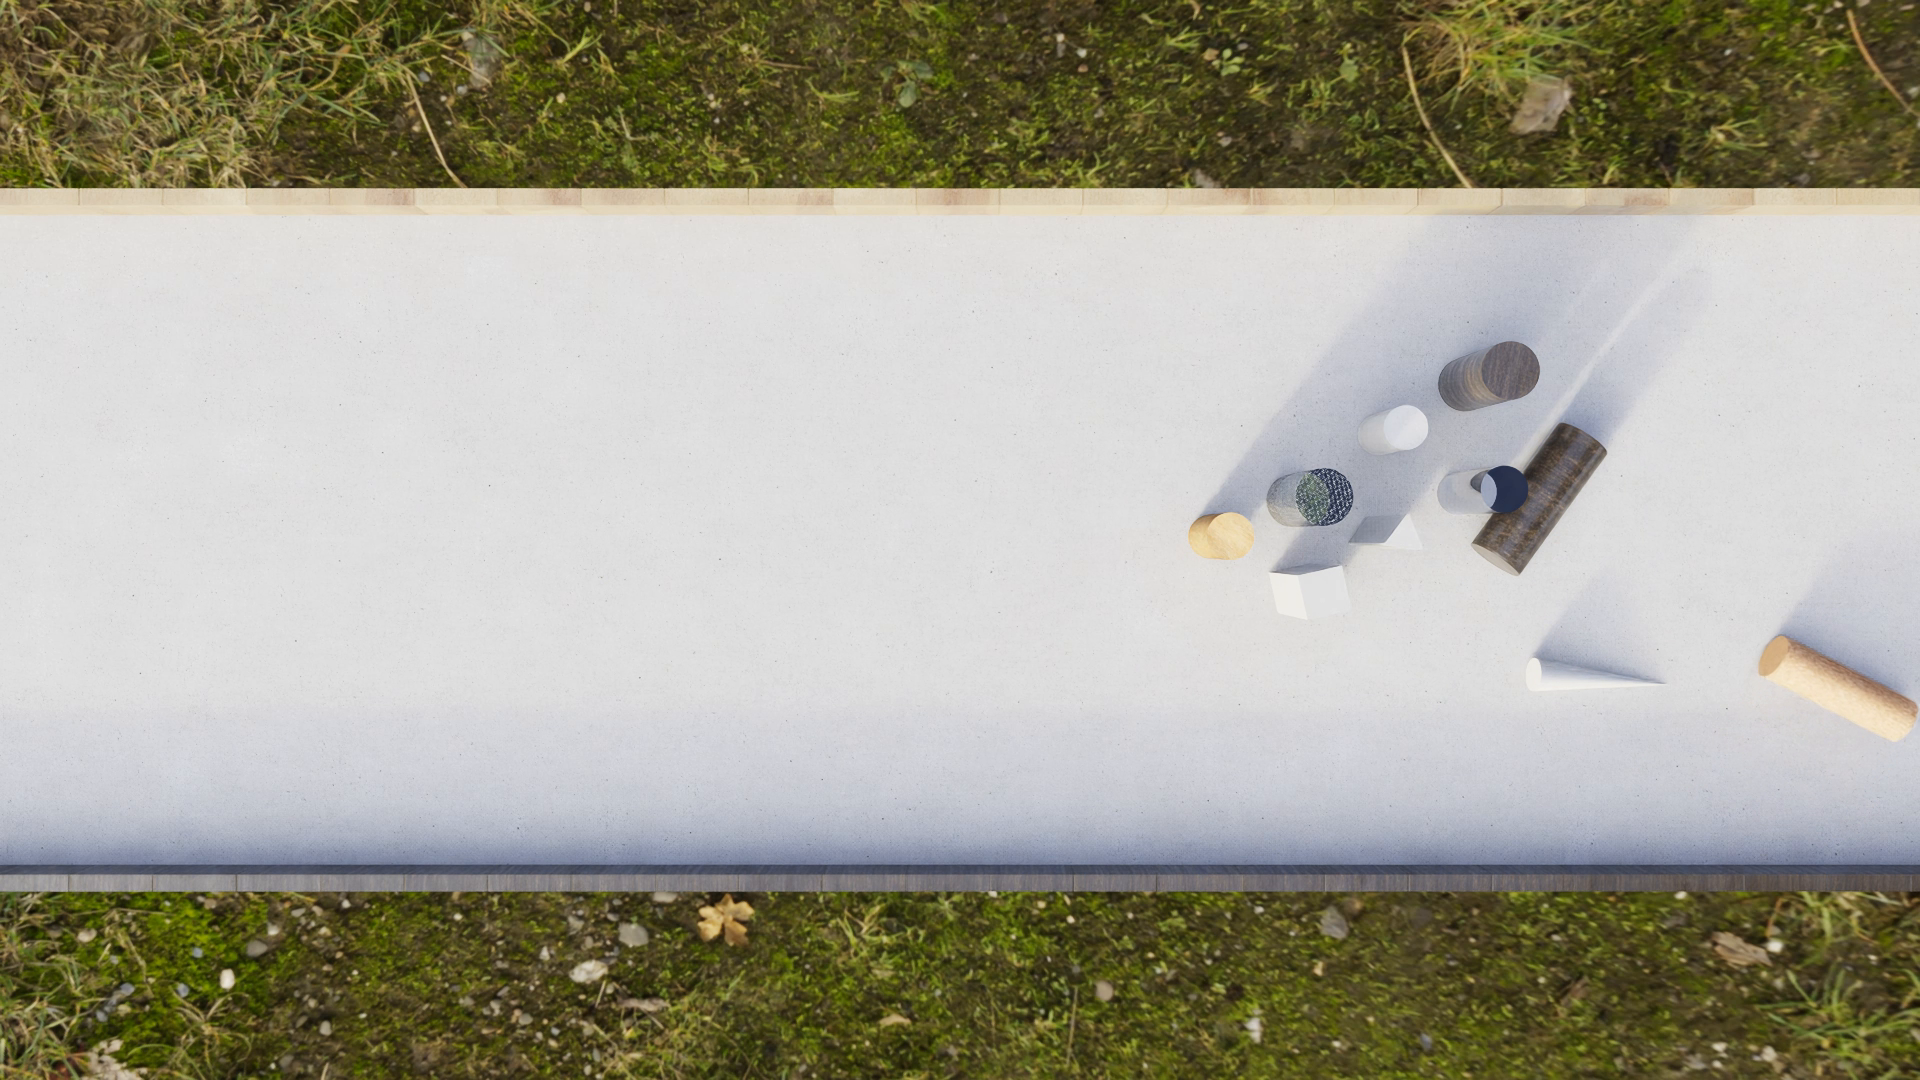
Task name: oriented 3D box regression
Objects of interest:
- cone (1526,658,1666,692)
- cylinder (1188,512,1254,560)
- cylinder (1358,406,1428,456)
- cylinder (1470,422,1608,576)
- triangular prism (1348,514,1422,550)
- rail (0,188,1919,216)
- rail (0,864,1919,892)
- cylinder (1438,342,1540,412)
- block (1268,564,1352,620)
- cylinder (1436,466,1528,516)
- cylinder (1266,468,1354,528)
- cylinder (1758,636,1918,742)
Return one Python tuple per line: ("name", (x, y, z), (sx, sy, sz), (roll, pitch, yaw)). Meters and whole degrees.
("cone", (1.968, 0.428, 5.051), (0.445, 0.102, 0.102), (5, 90, -7))
("cylinder", (0.770, -0.011, 4.885), (0.136, 0.383, 0.136), (0, 90, 0))
("cylinder", (1.288, -0.325, 4.920), (0.129, 0.313, 0.129), (0, 90, 0))
("cylinder", (1.751, -0.122, 4.992), (0.170, 0.170, 0.452), (36, 90, 0))
("triangular prism", (1.252, -0.027, 4.853), (0.106, 0.446, 0.092), (8, 90, 0))
("rail", (-2.247, -1.025, 5.002), (12.000, 0.150, 0.050), (0, 90, 0))
("rail", (-2.247, 1.025, 5.001), (12.000, 0.150, 0.050), (0, 90, 0))
("cylinder", (1.555, -0.479, 4.866), (0.166, 0.420, 0.166), (0, 90, 0))
("block", (1.026, 0.148, 4.859), (0.128, 0.435, 0.128), (-13, 90, 0))
("cylinder", (1.535, -0.143, 4.863), (0.134, 0.428, 0.134), (0, 90, 0))
("cylinder", (1.025, -0.121, 4.857), (0.164, 0.440, 0.164), (0, 90, 0))
("cylinder", (2.663, 0.452, 5.008), (0.437, 0.137, 0.137), (27, 90, 0))
